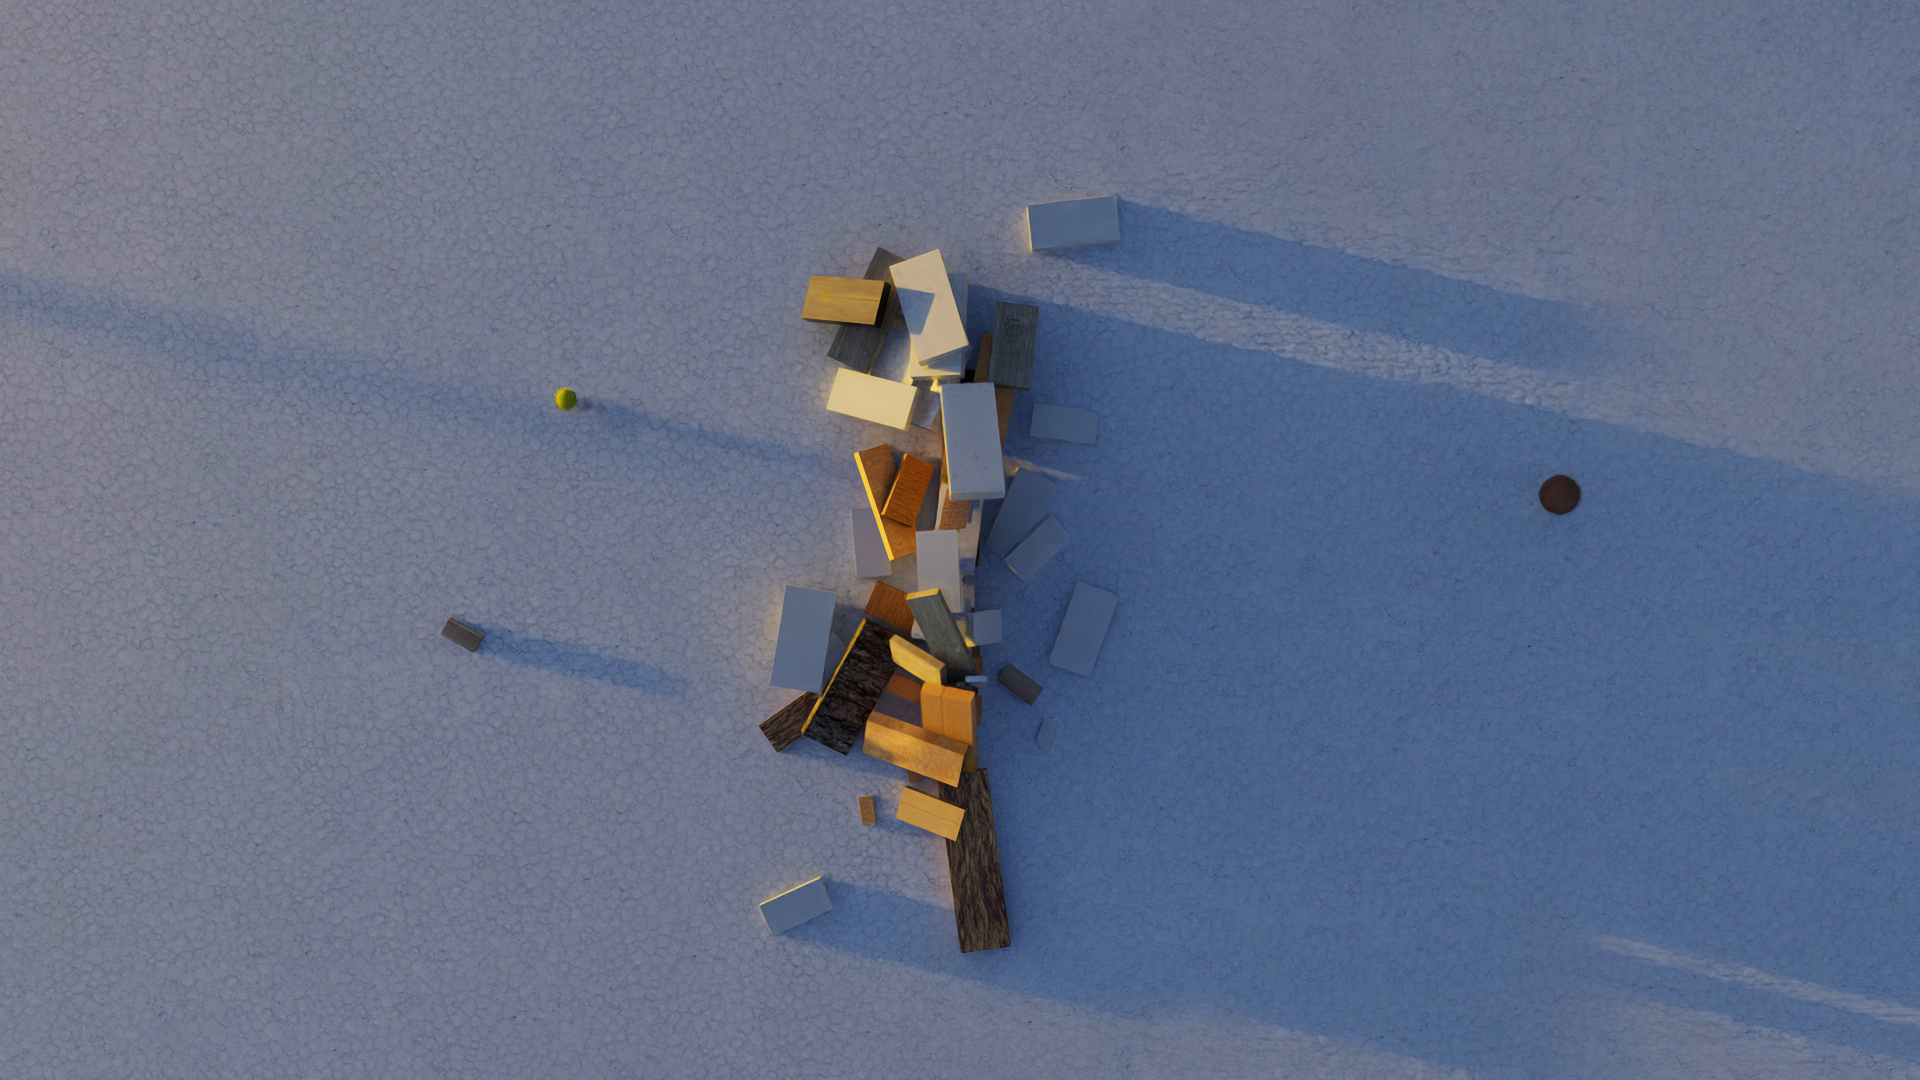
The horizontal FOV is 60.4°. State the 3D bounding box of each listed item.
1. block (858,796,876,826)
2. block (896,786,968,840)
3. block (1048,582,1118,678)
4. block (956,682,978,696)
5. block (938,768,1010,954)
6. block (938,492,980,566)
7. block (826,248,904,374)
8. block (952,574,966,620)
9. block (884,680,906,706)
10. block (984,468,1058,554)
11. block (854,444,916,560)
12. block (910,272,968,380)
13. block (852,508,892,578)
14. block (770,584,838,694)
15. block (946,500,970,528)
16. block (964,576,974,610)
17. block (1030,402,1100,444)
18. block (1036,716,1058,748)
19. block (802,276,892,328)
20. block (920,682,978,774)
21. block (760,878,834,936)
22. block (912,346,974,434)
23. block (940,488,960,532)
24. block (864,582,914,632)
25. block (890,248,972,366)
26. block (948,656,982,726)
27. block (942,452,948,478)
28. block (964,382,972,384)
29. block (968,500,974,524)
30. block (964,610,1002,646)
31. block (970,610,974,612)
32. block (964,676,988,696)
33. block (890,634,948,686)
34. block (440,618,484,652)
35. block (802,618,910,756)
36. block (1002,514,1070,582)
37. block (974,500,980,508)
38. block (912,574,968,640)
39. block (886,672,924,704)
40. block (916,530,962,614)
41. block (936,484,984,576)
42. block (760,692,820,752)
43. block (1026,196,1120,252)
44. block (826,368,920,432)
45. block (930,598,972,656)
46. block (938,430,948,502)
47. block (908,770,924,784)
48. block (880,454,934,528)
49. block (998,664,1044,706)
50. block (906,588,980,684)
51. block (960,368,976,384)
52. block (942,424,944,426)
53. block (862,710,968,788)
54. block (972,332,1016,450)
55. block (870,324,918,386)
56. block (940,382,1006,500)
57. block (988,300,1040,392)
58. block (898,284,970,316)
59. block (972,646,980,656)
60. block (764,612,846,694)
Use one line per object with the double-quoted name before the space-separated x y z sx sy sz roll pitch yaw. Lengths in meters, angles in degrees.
"block" -0.308 0.900 5.493 0.046 0.013 0.093 -8 90 0
"block" -0.094 0.902 5.447 0.220 0.031 0.110 18 98 17
"block" 0.410 0.295 5.480 0.144 0.041 0.288 20 90 0
"block" 0.016 0.496 5.312 0.071 0.142 0.020 17 66 0
"block" 0.046 1.063 5.476 0.168 0.048 0.589 -8 90 0
"block" -0.004 -0.049 5.408 0.143 0.040 0.285 3 58 0
"block" -0.287 -0.753 5.435 0.147 0.042 0.395 25 90 0
"block" -0.027 0.121 5.338 0.066 0.019 0.310 -3 59 -3
"block" -0.226 0.484 5.491 0.126 0.018 0.063 44 90 0
"block" 0.203 -0.081 5.480 0.144 0.041 0.288 24 90 0
"block" -0.237 -0.126 5.458 0.114 0.032 0.371 -18 90 -30
"block" -0.069 -0.696 5.380 0.172 0.049 0.344 -1 79 16
"block" -0.294 0.008 5.484 0.114 0.032 0.228 -5 90 0
"block" -0.514 0.325 5.429 0.167 0.047 0.333 9 90 0
"block" -0.002 -0.105 5.249 0.066 0.019 0.131 10 92 0
"block" 0.005 0.147 5.464 0.083 0.024 0.166 -1 73 0
"block" 0.346 -0.386 5.485 0.217 0.031 0.108 8 90 0
"block" 0.289 0.641 5.493 0.046 0.013 0.093 20 90 0
"block" -0.374 -0.780 5.399 0.294 0.042 0.147 10 83 31
"block" -0.033 0.611 5.352 0.168 0.048 0.337 10 132 15
"block" -0.543 1.217 5.484 0.220 0.031 0.110 -24 90 0
"block" -0.083 -0.520 5.435 0.154 0.044 0.309 23 90 38
"block" -0.023 -0.094 5.268 0.066 0.019 0.131 11 92 0
"block" -0.192 0.233 5.484 0.228 0.032 0.114 24 90 0
"block" -0.097 -0.752 5.340 0.172 0.049 0.344 -18 77 8
"block" 0.016 0.492 5.396 0.111 0.031 0.221 2 90 0
"block" 0.028 -0.332 5.401 0.139 0.040 0.279 9 79 -3
"block" 0.041 -0.454 5.455 0.065 0.018 0.130 6 81 -3
"block" 0.006 -0.148 5.291 0.088 0.025 0.176 9 90 0
"block" 0.078 0.286 5.397 0.030 0.214 0.107 -2 90 26
"block" 0.005 0.248 5.455 0.083 0.024 0.167 -2 66 0
"block" 0.047 0.469 5.309 0.071 0.142 0.020 0 67 -6
"block" -0.133 0.395 5.313 0.214 0.107 0.030 29 54 30
"block" -1.657 0.316 5.491 0.126 0.018 0.063 29 90 0
"block" -0.344 0.483 5.433 0.167 0.047 0.434 28 96 -15
"block" 0.251 0.025 5.448 0.217 0.031 0.108 -44 113 -9
"block" 0.022 -0.196 5.315 0.088 0.025 0.176 2 90 0
"block" -0.061 0.184 5.333 0.132 0.037 0.307 10 60 5
"block" -0.176 0.492 5.473 0.126 0.018 0.063 23 90 0
"block" -0.066 0.102 5.242 0.132 0.037 0.264 -3 89 6
"block" -0.008 -0.035 5.326 0.143 0.040 0.285 7 72 1
"block" -0.547 0.599 5.484 0.220 0.031 0.110 -35 90 0
"block" 0.377 -1.051 5.479 0.294 0.042 0.147 -6 90 0
"block" -0.285 -0.462 5.420 0.288 0.041 0.144 16 88 20
"block" -0.029 0.323 5.365 0.132 0.037 0.264 -1 87 1
"block" 0.008 -0.222 5.433 0.143 0.040 0.285 3 70 0
"block" -0.152 0.760 5.493 0.046 0.013 0.093 -9 90 0
"block" -0.172 -0.162 5.445 0.108 0.031 0.217 25 78 -23
"block" 0.201 0.480 5.490 0.142 0.020 0.071 37 89 0
"block" -0.052 0.306 5.214 0.107 0.030 0.360 -11 124 20
"block" 0.031 -0.501 5.480 0.065 0.018 0.130 7 81 -3
"block" 0.008 -0.309 5.298 0.088 0.025 0.176 -11 66 -9
"block" -0.147 0.684 5.399 0.337 0.048 0.168 19 134 9
"block" 0.103 -0.460 5.390 0.139 0.040 0.427 12 79 -2
"block" -0.215 -0.544 5.453 0.154 0.044 0.309 23 90 20
"block" 0.039 -0.317 5.263 0.172 0.049 0.395 -3 65 -5
"block" 0.173 -0.633 5.387 0.139 0.040 0.279 7 79 -3
"block" -0.135 -0.811 5.478 0.309 0.044 0.154 16 90 0
"block" 0.010 0.358 5.455 0.111 0.031 0.221 -3 75 0
"block" -0.482 0.362 5.476 0.167 0.047 0.333 -39 90 0
